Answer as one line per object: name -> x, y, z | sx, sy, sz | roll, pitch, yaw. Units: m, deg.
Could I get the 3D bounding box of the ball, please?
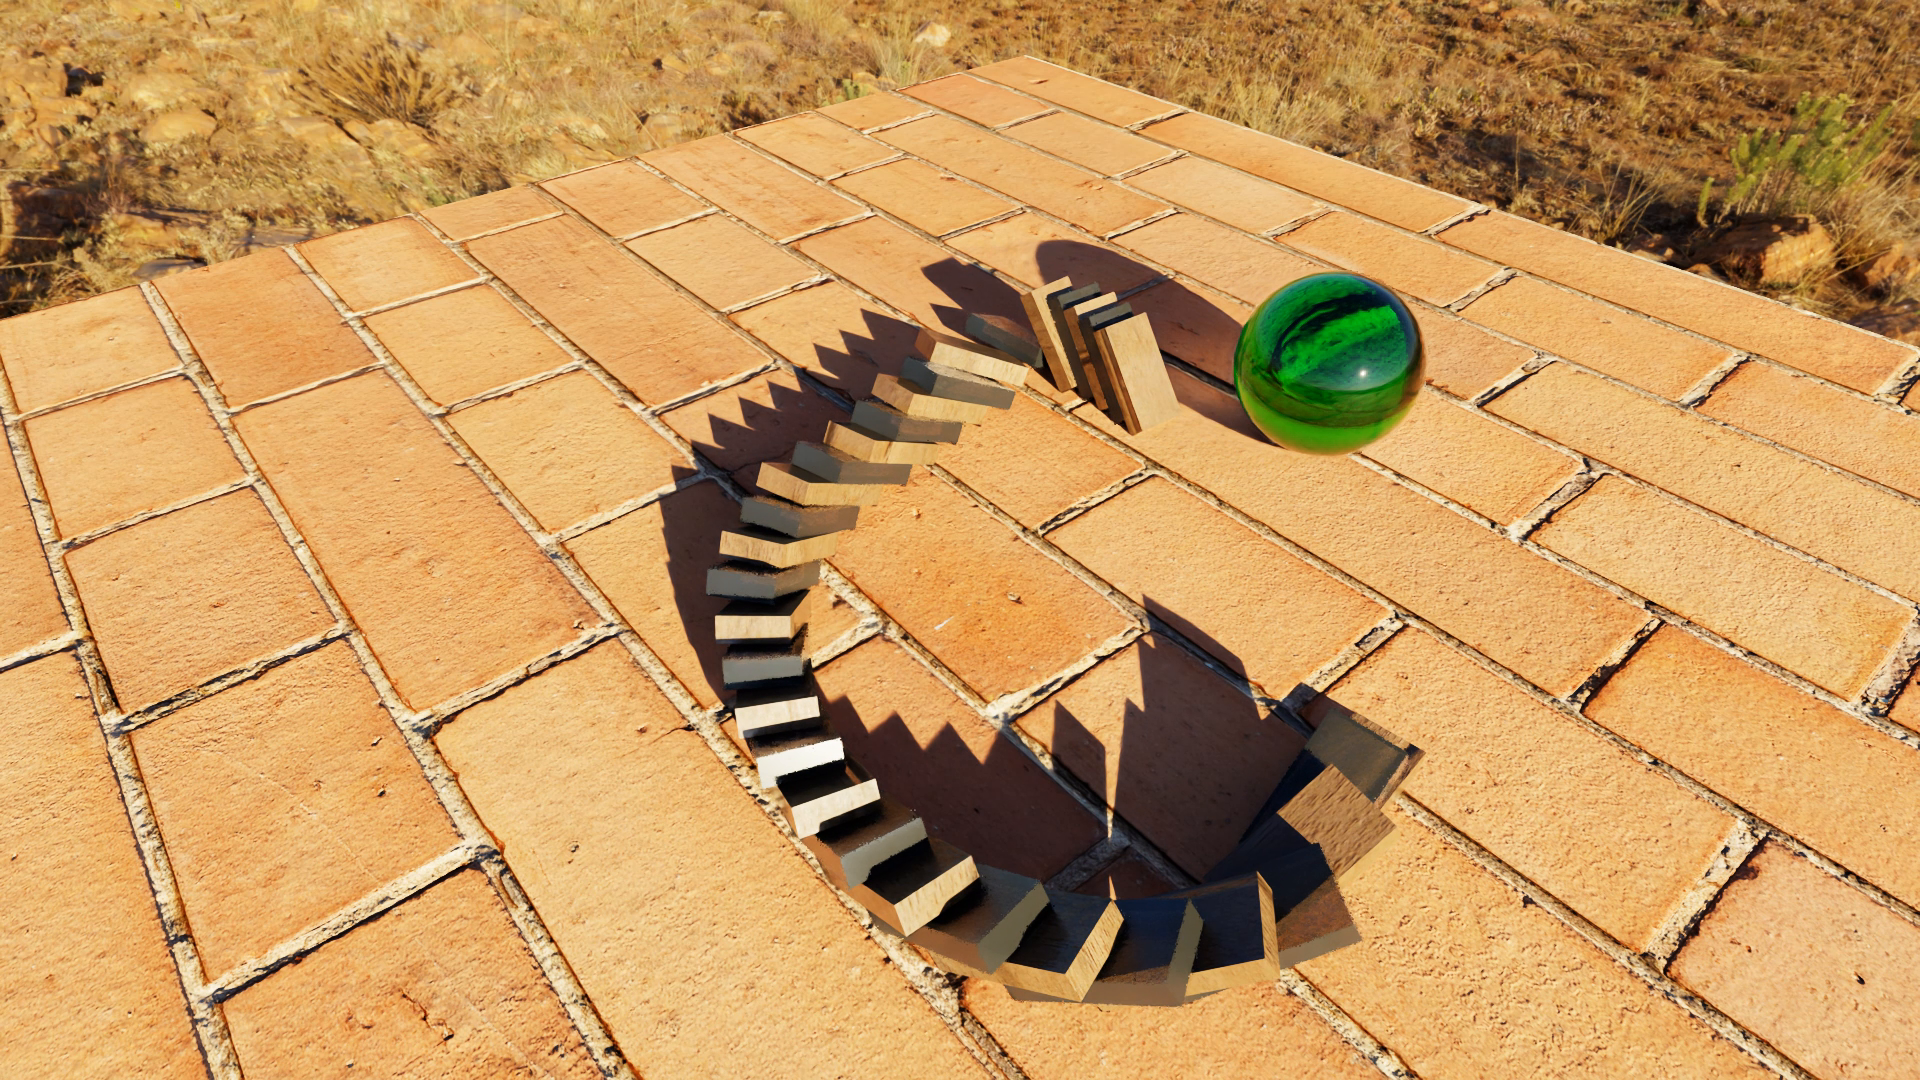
ball -> 0.161, -0.077, 0.481 | 0.080, 0.080, 0.080 | 0, 39, 0

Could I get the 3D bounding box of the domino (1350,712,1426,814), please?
domino -> 0.123, 0.078, 0.349 | 0.025, 0.010, 0.050 | 31, 49, 32

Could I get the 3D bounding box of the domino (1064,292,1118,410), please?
domino -> 0.070, -0.090, 0.525 | 0.025, 0.050, 0.009 | -25, 8, -27

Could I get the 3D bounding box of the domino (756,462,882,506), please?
domino -> -0.057, -0.023, 0.452 | 0.025, 0.010, 0.050 | 24, 14, 28

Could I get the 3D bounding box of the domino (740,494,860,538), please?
domino -> -0.063, -0.011, 0.437 | 0.025, 0.009, 0.050 | 16, 11, 19

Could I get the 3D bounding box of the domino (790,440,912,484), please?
domino -> -0.045, -0.032, 0.463 | 0.025, 0.010, 0.050 | 25, 14, 28

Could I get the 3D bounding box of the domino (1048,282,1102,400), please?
domino -> 0.063, -0.096, 0.533 | 0.025, 0.050, 0.010 | -24, 8, -27

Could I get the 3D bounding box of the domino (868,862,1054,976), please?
domino -> -0.001, 0.100, 0.301 | 0.025, 0.010, 0.050 | -35, 19, -35

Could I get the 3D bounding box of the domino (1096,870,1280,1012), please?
domino -> 0.058, 0.107, 0.292 | 0.050, 0.010, 0.025 | -23, 32, 26

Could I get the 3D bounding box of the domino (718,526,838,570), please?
domino -> -0.069, 0.001, 0.422 | 0.025, 0.009, 0.050 | 12, 9, 15

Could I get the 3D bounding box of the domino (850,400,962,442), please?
domino -> -0.023, -0.052, 0.489 | 0.025, 0.010, 0.050 | 25, 16, 28

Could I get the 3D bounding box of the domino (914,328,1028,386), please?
domino -> 0.006, -0.089, 0.532 | 0.050, 0.009, 0.025 | 11, 21, -26

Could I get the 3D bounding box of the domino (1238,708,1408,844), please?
domino -> 0.109, 0.078, 0.328 | 0.025, 0.009, 0.050 | 32, 81, 33

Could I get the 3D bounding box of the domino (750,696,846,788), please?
domino -> -0.053, 0.063, 0.347 | 0.025, 0.010, 0.050 | -11, 10, -13

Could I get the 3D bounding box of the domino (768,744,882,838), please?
domino -> -0.043, 0.074, 0.334 | 0.025, 0.010, 0.050 | -16, 11, -18

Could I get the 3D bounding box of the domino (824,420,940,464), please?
domino -> -0.033, -0.042, 0.475 | 0.025, 0.009, 0.050 | 25, 15, 28

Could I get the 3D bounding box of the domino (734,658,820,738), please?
domino -> -0.060, 0.051, 0.362 | 0.025, 0.010, 0.050 | -8, 9, -9

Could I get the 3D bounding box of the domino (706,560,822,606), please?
domino -> -0.072, 0.013, 0.407 | 0.025, 0.009, 0.050 | 8, 8, 10

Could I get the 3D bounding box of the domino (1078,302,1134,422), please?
domino -> 0.076, -0.083, 0.517 | 0.025, 0.050, 0.010 | -25, 8, -27

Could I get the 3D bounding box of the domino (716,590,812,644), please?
domino -> -0.069, 0.027, 0.391 | 0.025, 0.009, 0.050 | 0, 8, 0

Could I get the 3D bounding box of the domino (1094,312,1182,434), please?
domino -> 0.082, -0.077, 0.509 | 0.025, 0.050, 0.009 | -25, 8, -27

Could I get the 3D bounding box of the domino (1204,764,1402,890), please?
domino -> 0.097, 0.091, 0.314 | 0.050, 0.010, 0.025 | -41, 49, -1

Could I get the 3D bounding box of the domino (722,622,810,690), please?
domino -> -0.065, 0.039, 0.376 | 0.025, 0.009, 0.050 | -4, 8, -5

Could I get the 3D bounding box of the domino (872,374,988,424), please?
domino -> -0.013, -0.064, 0.503 | 0.025, 0.010, 0.050 | 34, 21, 37

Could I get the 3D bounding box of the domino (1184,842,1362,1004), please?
domino -> 0.079, 0.104, 0.299 | 0.050, 0.010, 0.025 | -26, 38, 13

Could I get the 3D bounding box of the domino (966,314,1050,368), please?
domino -> 0.029, -0.102, 0.560 | 0.025, 0.009, 0.050 | -7, 33, -47

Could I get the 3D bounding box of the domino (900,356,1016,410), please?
domino -> -0.001, -0.073, 0.513 | 0.050, 0.010, 0.025 | 5, 23, -43

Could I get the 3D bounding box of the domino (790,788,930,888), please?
domino -> -0.031, 0.084, 0.322 | 0.025, 0.009, 0.050 | -21, 12, -24

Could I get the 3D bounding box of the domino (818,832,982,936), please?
domino -> -0.018, 0.093, 0.311 | 0.025, 0.010, 0.050 | -26, 14, -28

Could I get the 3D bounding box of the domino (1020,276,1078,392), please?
domino -> 0.051, -0.101, 0.538 | 0.025, 0.050, 0.009 | -29, 9, -31

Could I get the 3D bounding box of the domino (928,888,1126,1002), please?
domino -> 0.017, 0.106, 0.294 | 0.050, 0.010, 0.025 | -9, 26, 44

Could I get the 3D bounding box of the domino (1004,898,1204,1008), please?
domino -> 0.037, 0.109, 0.291 | 0.050, 0.010, 0.025 | -15, 28, 36
